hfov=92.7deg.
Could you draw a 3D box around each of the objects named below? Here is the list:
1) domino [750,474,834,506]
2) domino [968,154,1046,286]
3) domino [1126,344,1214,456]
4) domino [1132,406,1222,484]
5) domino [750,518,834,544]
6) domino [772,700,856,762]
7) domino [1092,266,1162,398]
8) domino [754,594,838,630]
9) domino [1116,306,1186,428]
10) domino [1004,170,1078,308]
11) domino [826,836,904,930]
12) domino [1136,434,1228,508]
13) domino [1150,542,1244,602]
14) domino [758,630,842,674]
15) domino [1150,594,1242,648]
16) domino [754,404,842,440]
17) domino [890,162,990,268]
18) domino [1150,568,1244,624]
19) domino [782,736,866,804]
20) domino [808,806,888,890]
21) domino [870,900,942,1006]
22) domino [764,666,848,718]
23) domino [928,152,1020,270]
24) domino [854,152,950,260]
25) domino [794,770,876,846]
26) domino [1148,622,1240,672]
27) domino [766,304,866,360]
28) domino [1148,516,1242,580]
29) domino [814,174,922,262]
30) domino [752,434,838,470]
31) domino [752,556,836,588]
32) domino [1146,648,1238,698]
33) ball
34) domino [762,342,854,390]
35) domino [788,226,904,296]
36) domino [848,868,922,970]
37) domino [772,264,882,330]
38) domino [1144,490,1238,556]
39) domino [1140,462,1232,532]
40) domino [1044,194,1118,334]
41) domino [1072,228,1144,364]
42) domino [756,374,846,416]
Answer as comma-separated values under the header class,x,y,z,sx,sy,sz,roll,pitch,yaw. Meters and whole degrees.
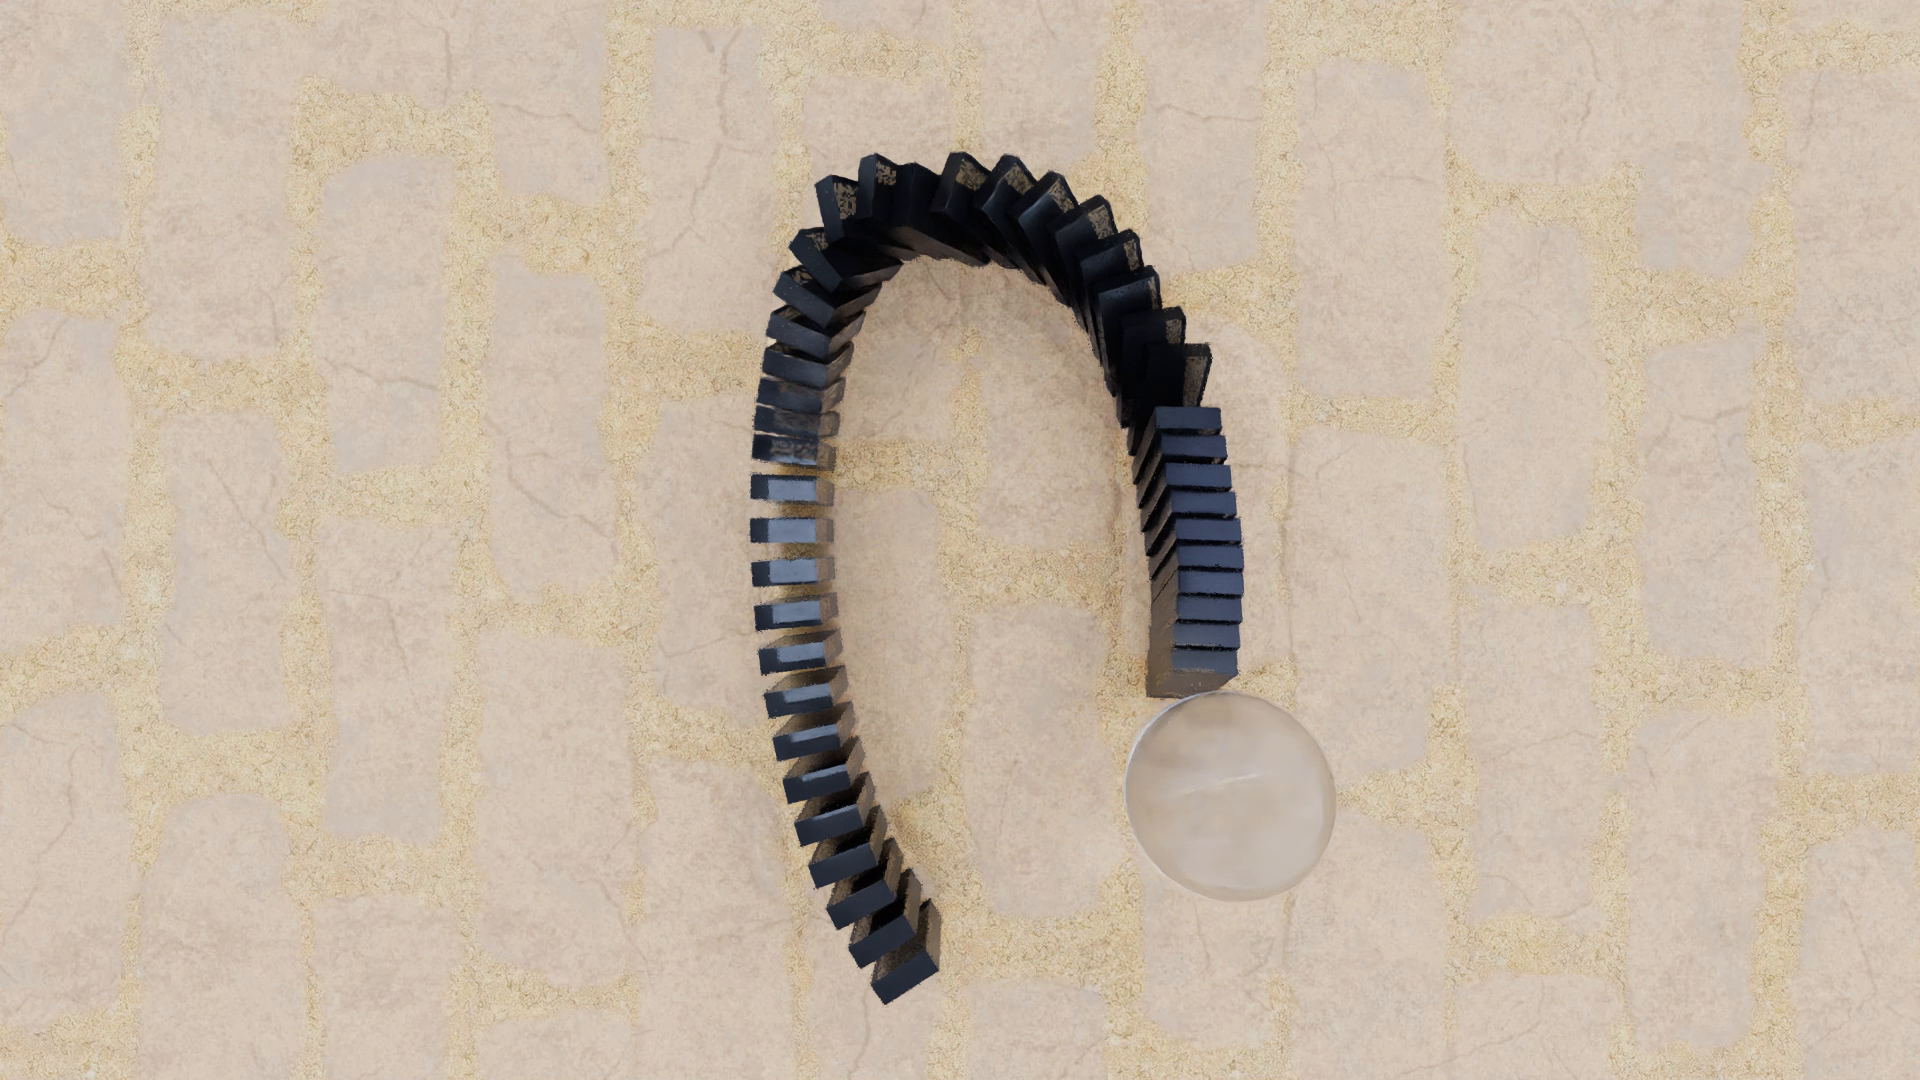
class,x,y,z,sx,sy,sz,roll,pitch,yaw
domino,-0.068,-0.020,0.375,0.025,0.050,0.009,2,90,0
domino,0.027,-0.131,0.379,0.025,0.050,0.010,-54,45,0
domino,0.086,-0.057,0.379,0.025,0.010,0.050,0,134,-2
domino,0.088,-0.038,0.375,0.025,0.050,0.009,1,68,0
domino,-0.068,-0.004,0.375,0.025,0.050,0.009,-1,90,0
domino,-0.059,0.077,0.375,0.025,0.050,0.010,-12,90,0
domino,0.071,-0.086,0.380,0.025,0.009,0.050,-18,132,0
domino,-0.066,0.029,0.375,0.025,0.050,0.010,-5,90,0
domino,0.078,-0.071,0.379,0.025,0.009,0.050,-9,135,0
domino,0.041,-0.123,0.379,0.025,0.009,0.050,-44,134,0
domino,-0.038,0.139,0.375,0.025,0.050,0.010,-28,90,0
domino,0.090,-0.027,0.375,0.025,0.050,0.009,2,68,0
domino,0.096,0.015,0.375,0.025,0.050,0.010,2,69,0
domino,-0.064,0.045,0.375,0.025,0.050,0.010,-7,90,0
domino,0.095,0.035,0.375,0.025,0.050,0.010,2,69,0
domino,-0.065,-0.049,0.375,0.025,0.050,0.009,9,100,0
domino,-0.006,-0.133,0.378,0.010,0.050,0.025,7,90,42
domino,0.096,0.025,0.375,0.025,0.050,0.009,2,69,0
domino,-0.055,0.093,0.375,0.025,0.050,0.009,-15,90,0
domino,-0.045,0.124,0.375,0.025,0.050,0.009,-21,90,0
domino,-0.021,0.167,0.375,0.025,0.050,0.009,-33,90,0
domino,-0.062,0.061,0.375,0.025,0.050,0.010,-10,90,0
domino,0.011,-0.135,0.379,0.010,0.050,0.025,21,90,44
domino,-0.021,-0.136,0.377,0.009,0.050,0.025,3,88,39
domino,-0.050,0.109,0.375,0.025,0.050,0.010,-18,90,0
domino,0.095,0.045,0.375,0.025,0.050,0.010,2,69,0
domino,-0.058,-0.089,0.376,0.025,0.050,0.009,23,118,0
domino,0.095,0.004,0.375,0.025,0.050,0.009,2,69,0
domino,-0.036,-0.132,0.377,0.010,0.050,0.025,-13,89,38
domino,-0.067,-0.036,0.375,0.025,0.050,0.010,6,92,0
domino,-0.067,0.013,0.375,0.025,0.050,0.009,-3,90,0
domino,0.094,0.055,0.375,0.025,0.050,0.010,2,69,0
ball,0.105,0.100,0.360,0.080,0.080,0.080,0,90,0
domino,-0.061,-0.075,0.375,0.025,0.050,0.010,15,113,0
domino,-0.046,-0.117,0.377,0.025,0.050,0.010,49,124,0
domino,-0.030,0.154,0.375,0.025,0.050,0.009,-31,90,0
domino,-0.053,-0.103,0.376,0.025,0.050,0.010,35,121,0
domino,0.093,-0.006,0.375,0.025,0.050,0.009,2,69,0
domino,0.091,-0.016,0.375,0.025,0.050,0.010,2,69,0
domino,0.055,-0.113,0.379,0.025,0.010,0.050,-30,134,0
domino,0.064,-0.100,0.380,0.025,0.010,0.050,-22,133,0
domino,-0.064,-0.062,0.375,0.025,0.050,0.010,12,106,0
